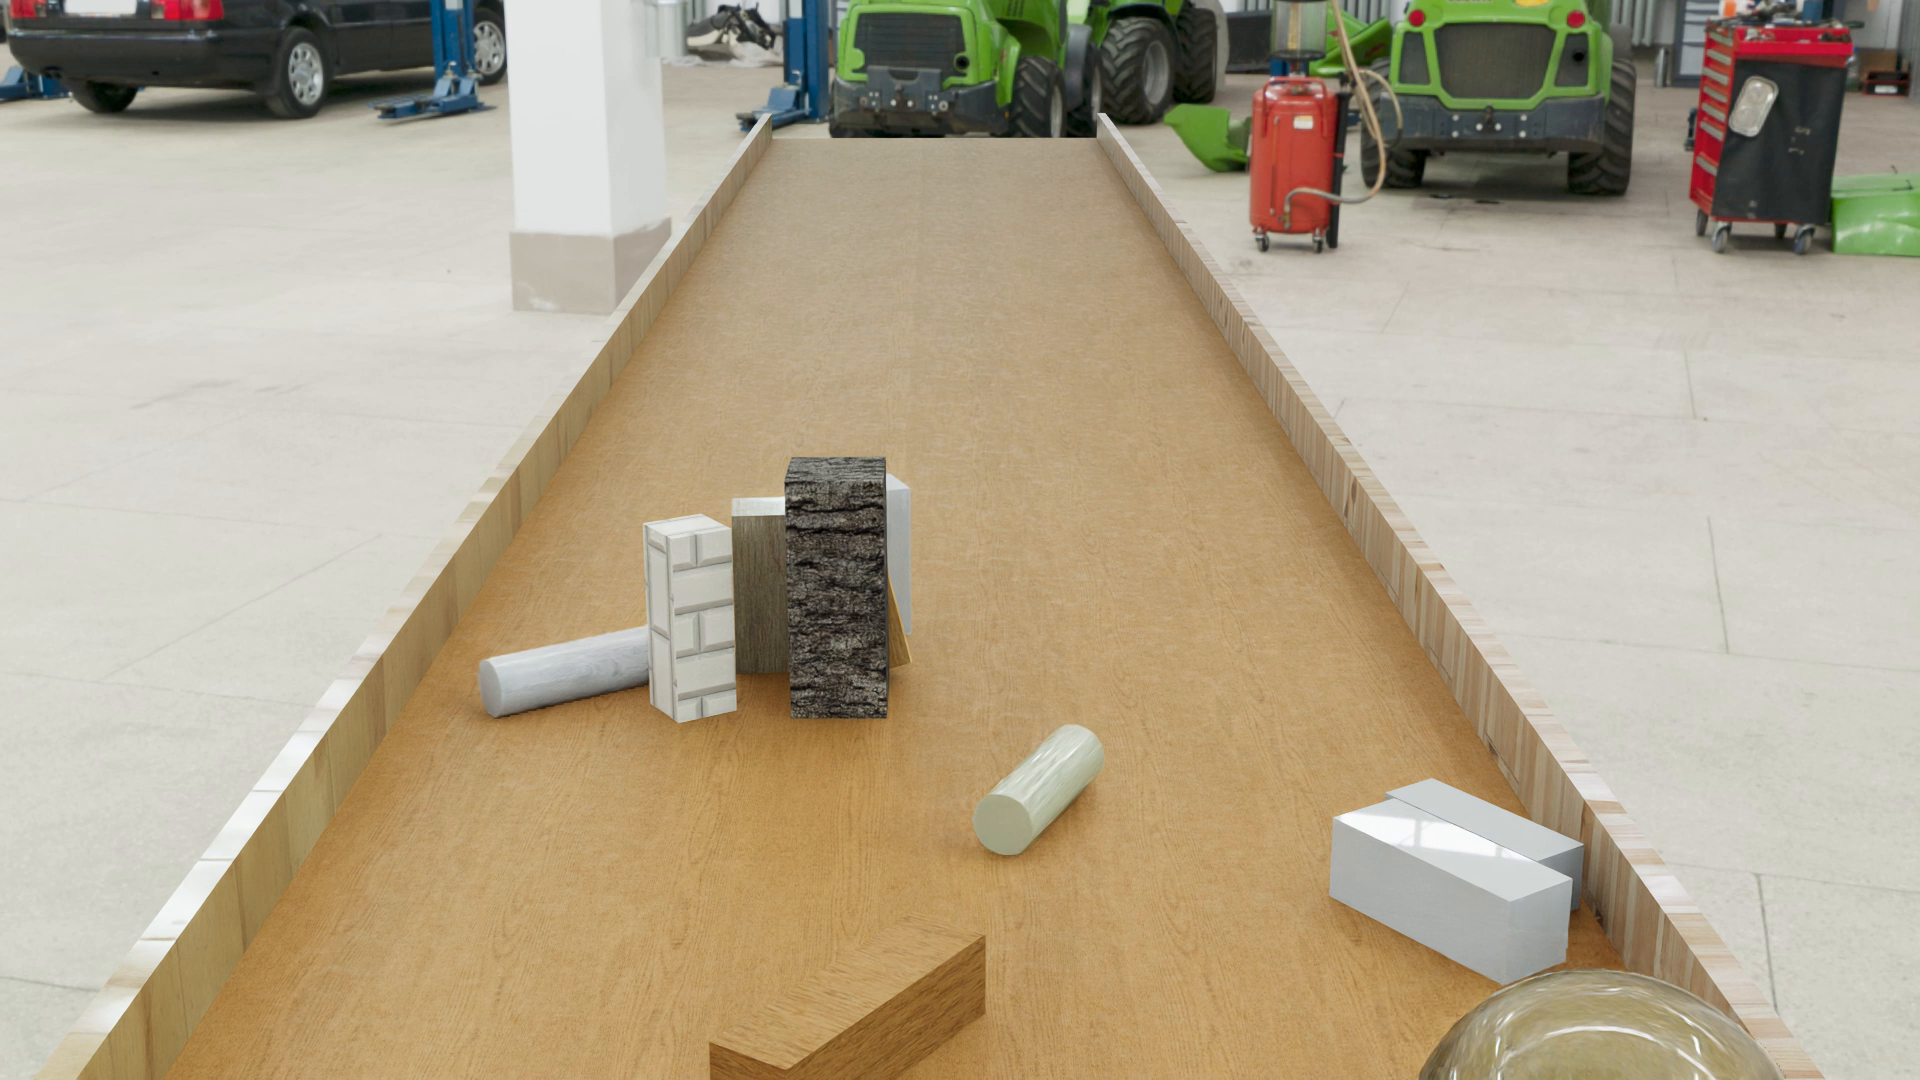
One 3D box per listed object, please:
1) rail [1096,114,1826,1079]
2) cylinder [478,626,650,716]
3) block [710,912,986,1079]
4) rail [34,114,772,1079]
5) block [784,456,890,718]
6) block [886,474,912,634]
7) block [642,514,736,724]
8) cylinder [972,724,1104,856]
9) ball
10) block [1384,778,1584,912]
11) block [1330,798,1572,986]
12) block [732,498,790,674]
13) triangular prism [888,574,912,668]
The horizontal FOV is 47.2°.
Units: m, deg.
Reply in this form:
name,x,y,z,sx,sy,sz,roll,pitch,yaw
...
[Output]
name,x,y,z,sx,sy,sz,roll,pitch,yaw
rail,0.932,-0.844,7.801,0.050,0.150,12.000,0,17,-1
cylinder,-0.723,0.245,4.208,0.377,0.110,0.110,-11,20,-34
block,-0.137,0.636,2.874,0.121,0.121,0.435,11,20,33
rail,-1.118,-0.838,7.780,0.050,0.150,12.000,0,17,-1
block,-0.228,0.088,4.125,0.179,0.458,0.179,0,17,0
block,-0.181,0.035,4.558,0.124,0.314,0.124,-6,18,-20
block,-0.505,0.145,4.113,0.121,0.357,0.121,-11,20,-32
cylinder,0.134,0.412,3.658,0.105,0.105,0.329,7,18,23
ball,0.611,0.602,2.090,0.383,0.383,0.383,0,17,0
block,0.809,0.481,3.424,0.105,0.105,0.312,-11,20,-33
block,0.722,0.516,3.263,0.131,0.131,0.352,-11,20,-33
block,-0.383,0.089,4.359,0.130,0.324,0.130,-2,17,-5
triangular prism,-0.216,0.104,4.326,0.155,0.305,0.134,-16,11,-7
